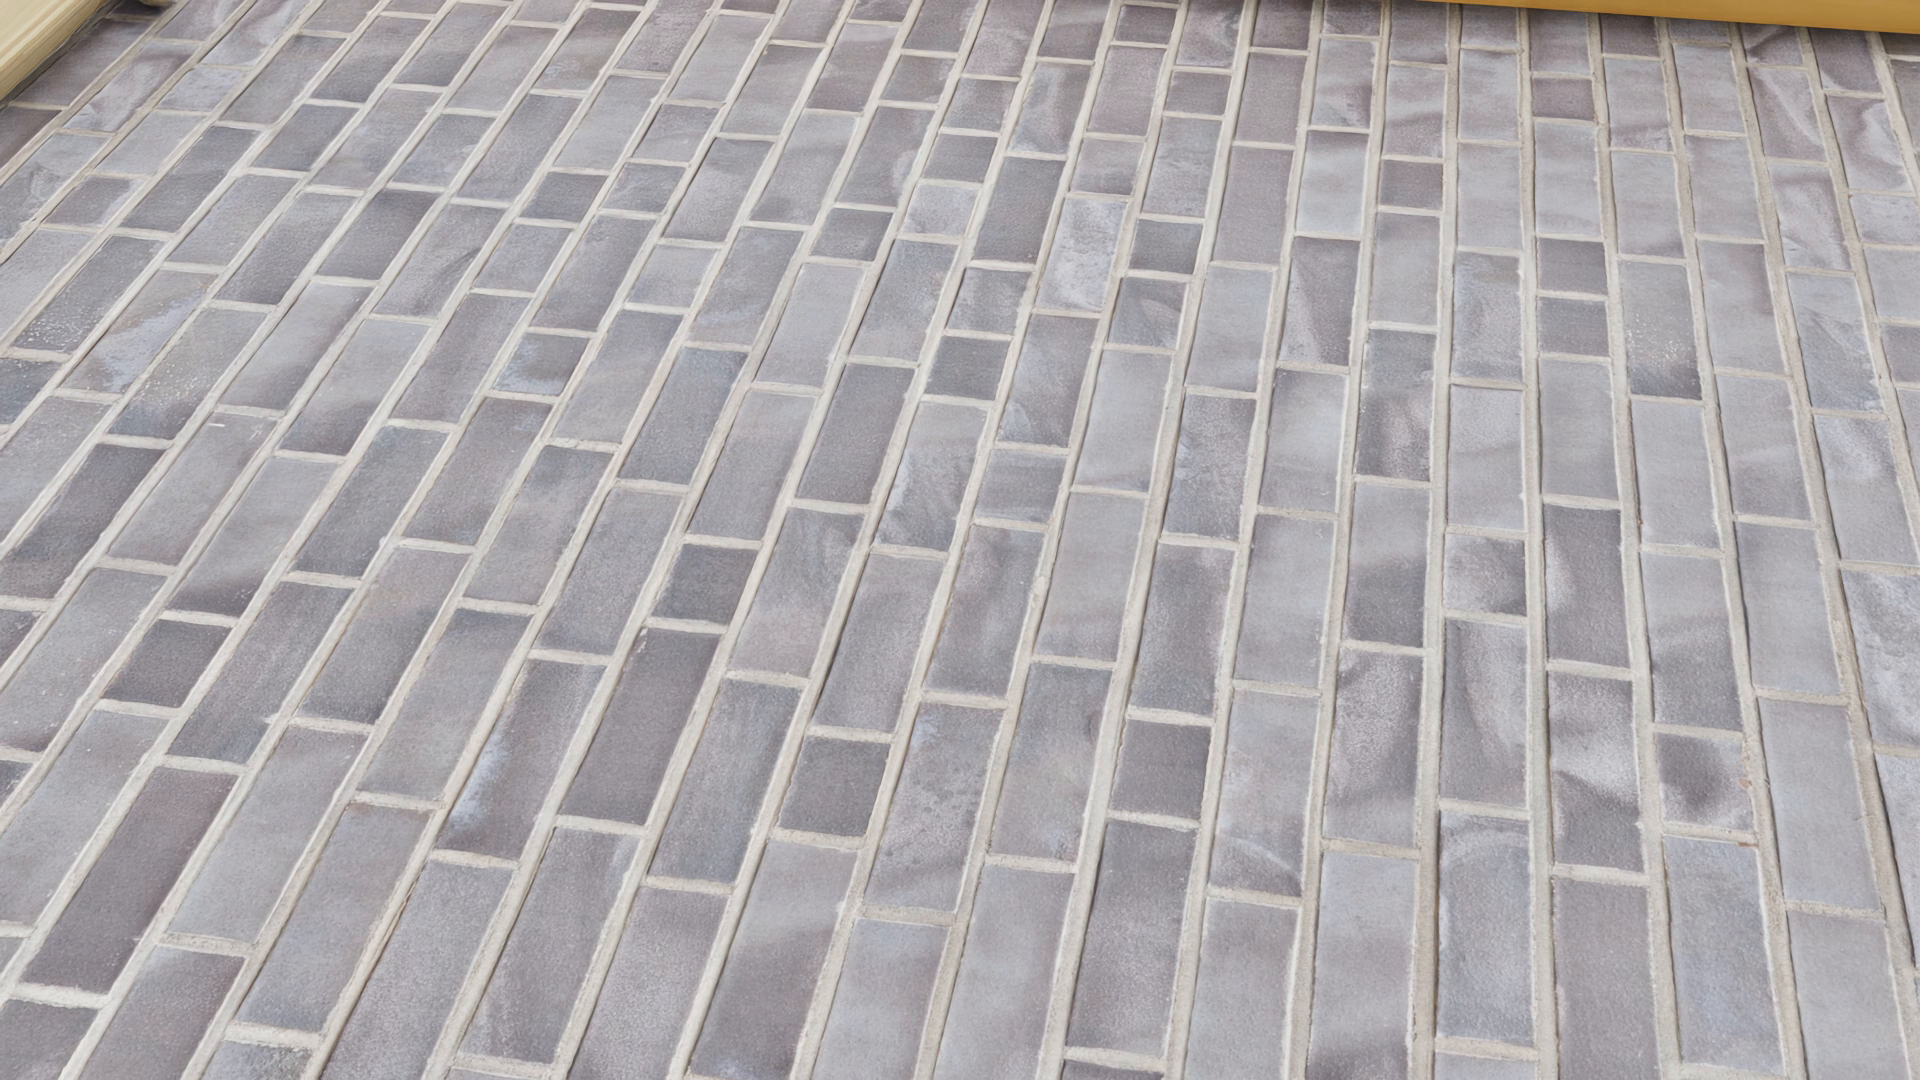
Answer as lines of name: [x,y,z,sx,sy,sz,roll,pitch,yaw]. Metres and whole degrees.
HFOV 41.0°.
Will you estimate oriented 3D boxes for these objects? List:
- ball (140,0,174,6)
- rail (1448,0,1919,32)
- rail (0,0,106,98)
ball: [-0.805,-0.561,2.568,0.054,0.054,0.054,0,35,0]
rail: [1.172,-0.511,2.442,4.060,0.116,0.045,6,36,8]
rail: [-0.977,-0.122,1.894,0.045,0.116,2.093,6,36,8]
